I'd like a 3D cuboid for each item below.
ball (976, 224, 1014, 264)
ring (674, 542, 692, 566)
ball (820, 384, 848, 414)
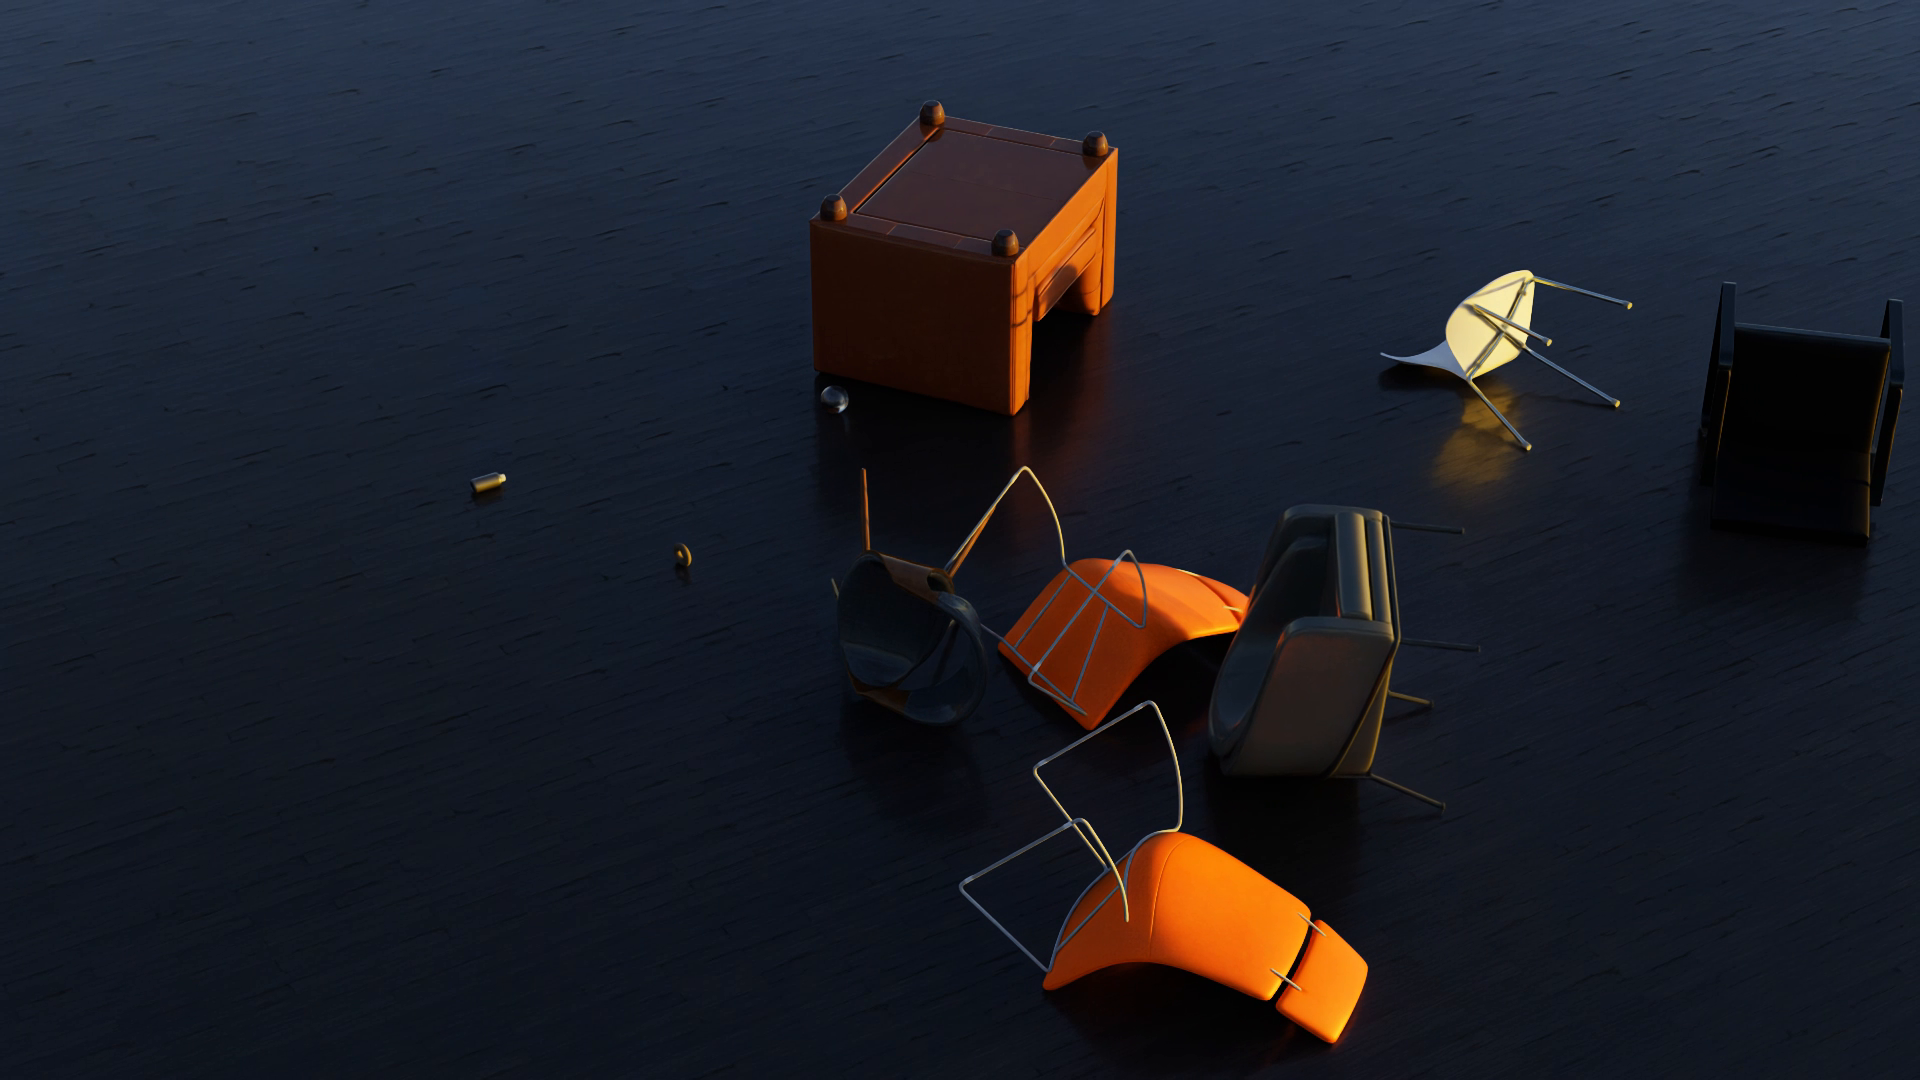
[{"bbox_3d":[0.152,-1.287,12.741,0.172,0.172,0.172,0,33,0],"label":"ball"},{"bbox_3d":[-1.022,0.053,10.783,0.025,0.091,0.102,-24,27,-32],"label":"ring"},{"bbox_3d":[-0.500,-0.561,11.691,0.115,0.115,0.115,0,33,0],"label":"ball"}]
